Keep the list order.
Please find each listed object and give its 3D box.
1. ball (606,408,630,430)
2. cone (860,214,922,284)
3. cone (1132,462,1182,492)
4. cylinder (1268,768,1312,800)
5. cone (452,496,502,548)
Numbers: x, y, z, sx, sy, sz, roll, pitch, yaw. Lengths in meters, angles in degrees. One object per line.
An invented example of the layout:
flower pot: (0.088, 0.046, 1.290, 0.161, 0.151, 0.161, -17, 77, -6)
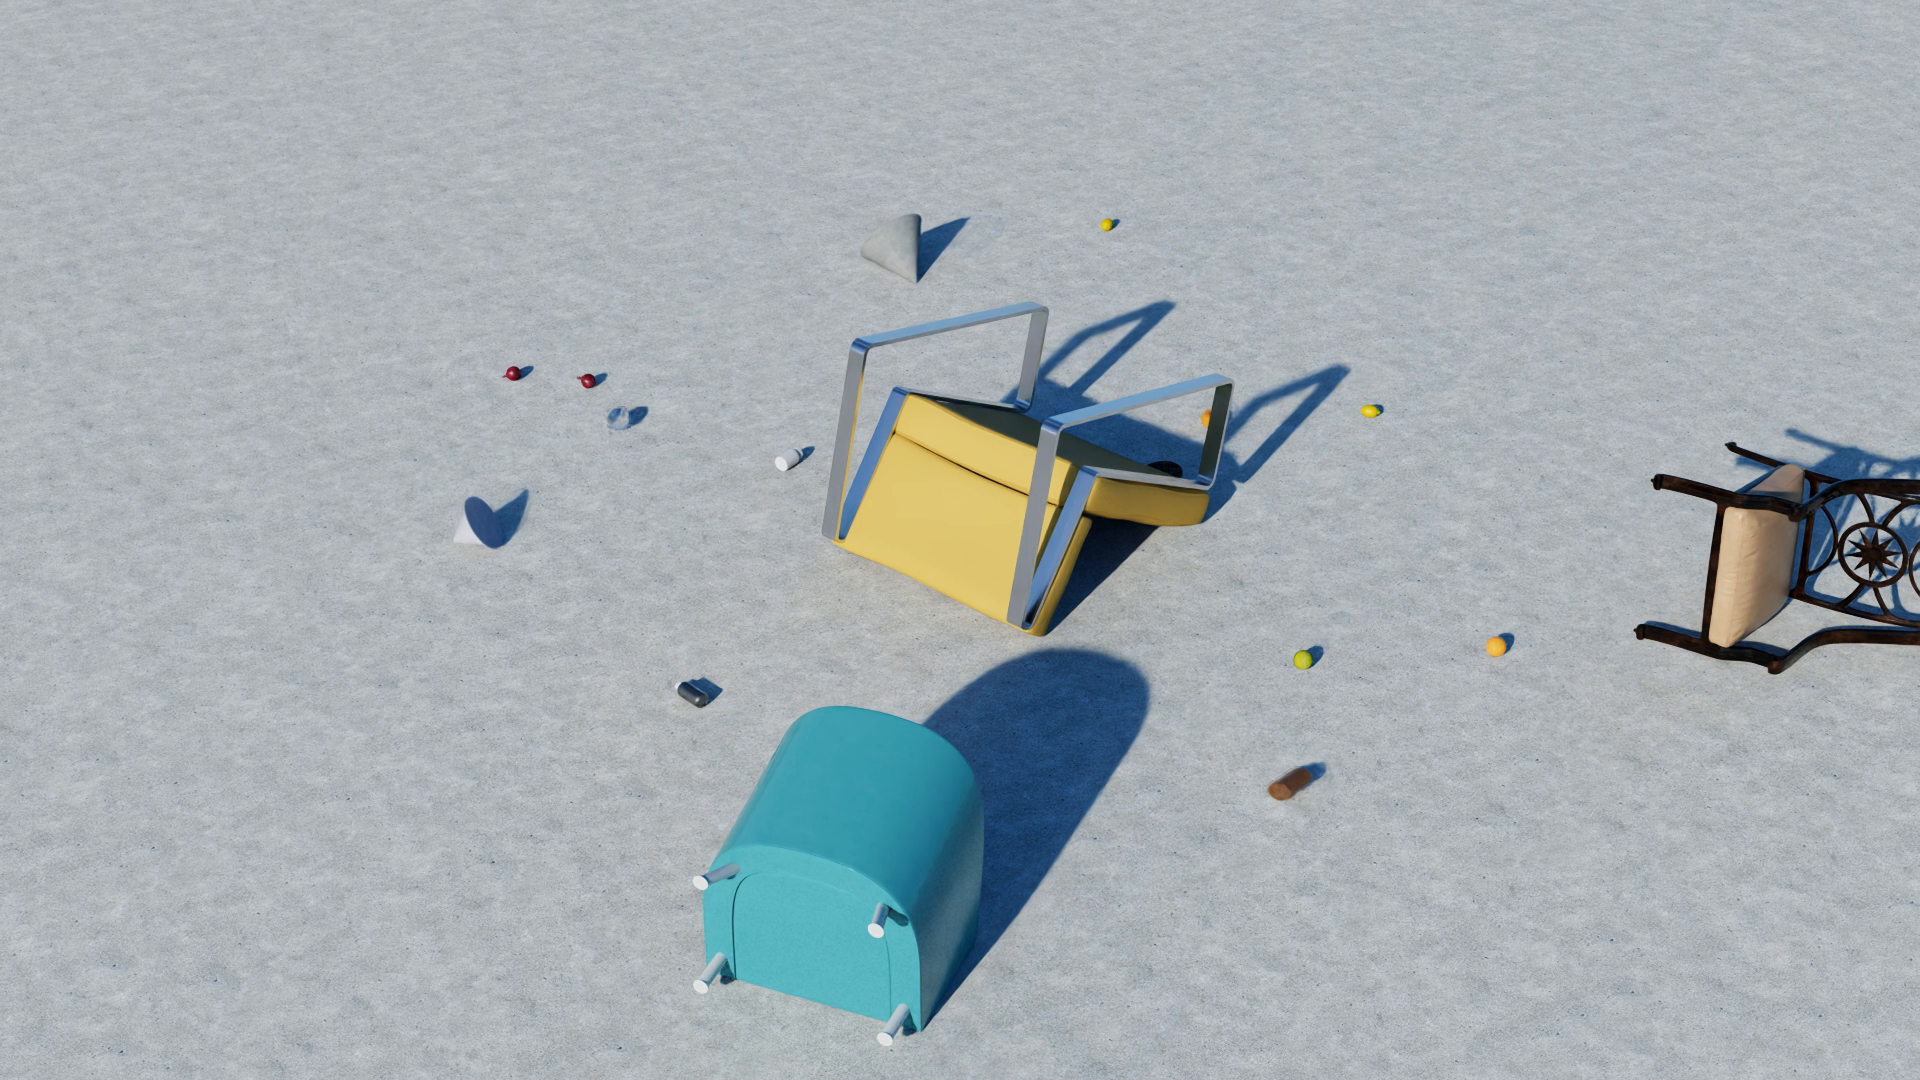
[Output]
ball: (-1.351, -0.478, 11.589, 0.089, 0.089, 0.089, 0, 33, 0)
cone: (-0.244, -1.208, 12.665, 0.317, 0.228, 0.269, -35, 65, 16)
cone: (0.740, -0.246, 11.271, 0.208, 0.115, 0.111, -14, 8, -16)
cylinder: (1.087, 0.804, 9.654, 0.112, 0.064, 0.100, -30, 11, -37)
cone: (-1.831, -0.030, 10.910, 0.152, 0.213, 0.247, -31, 26, 18)
